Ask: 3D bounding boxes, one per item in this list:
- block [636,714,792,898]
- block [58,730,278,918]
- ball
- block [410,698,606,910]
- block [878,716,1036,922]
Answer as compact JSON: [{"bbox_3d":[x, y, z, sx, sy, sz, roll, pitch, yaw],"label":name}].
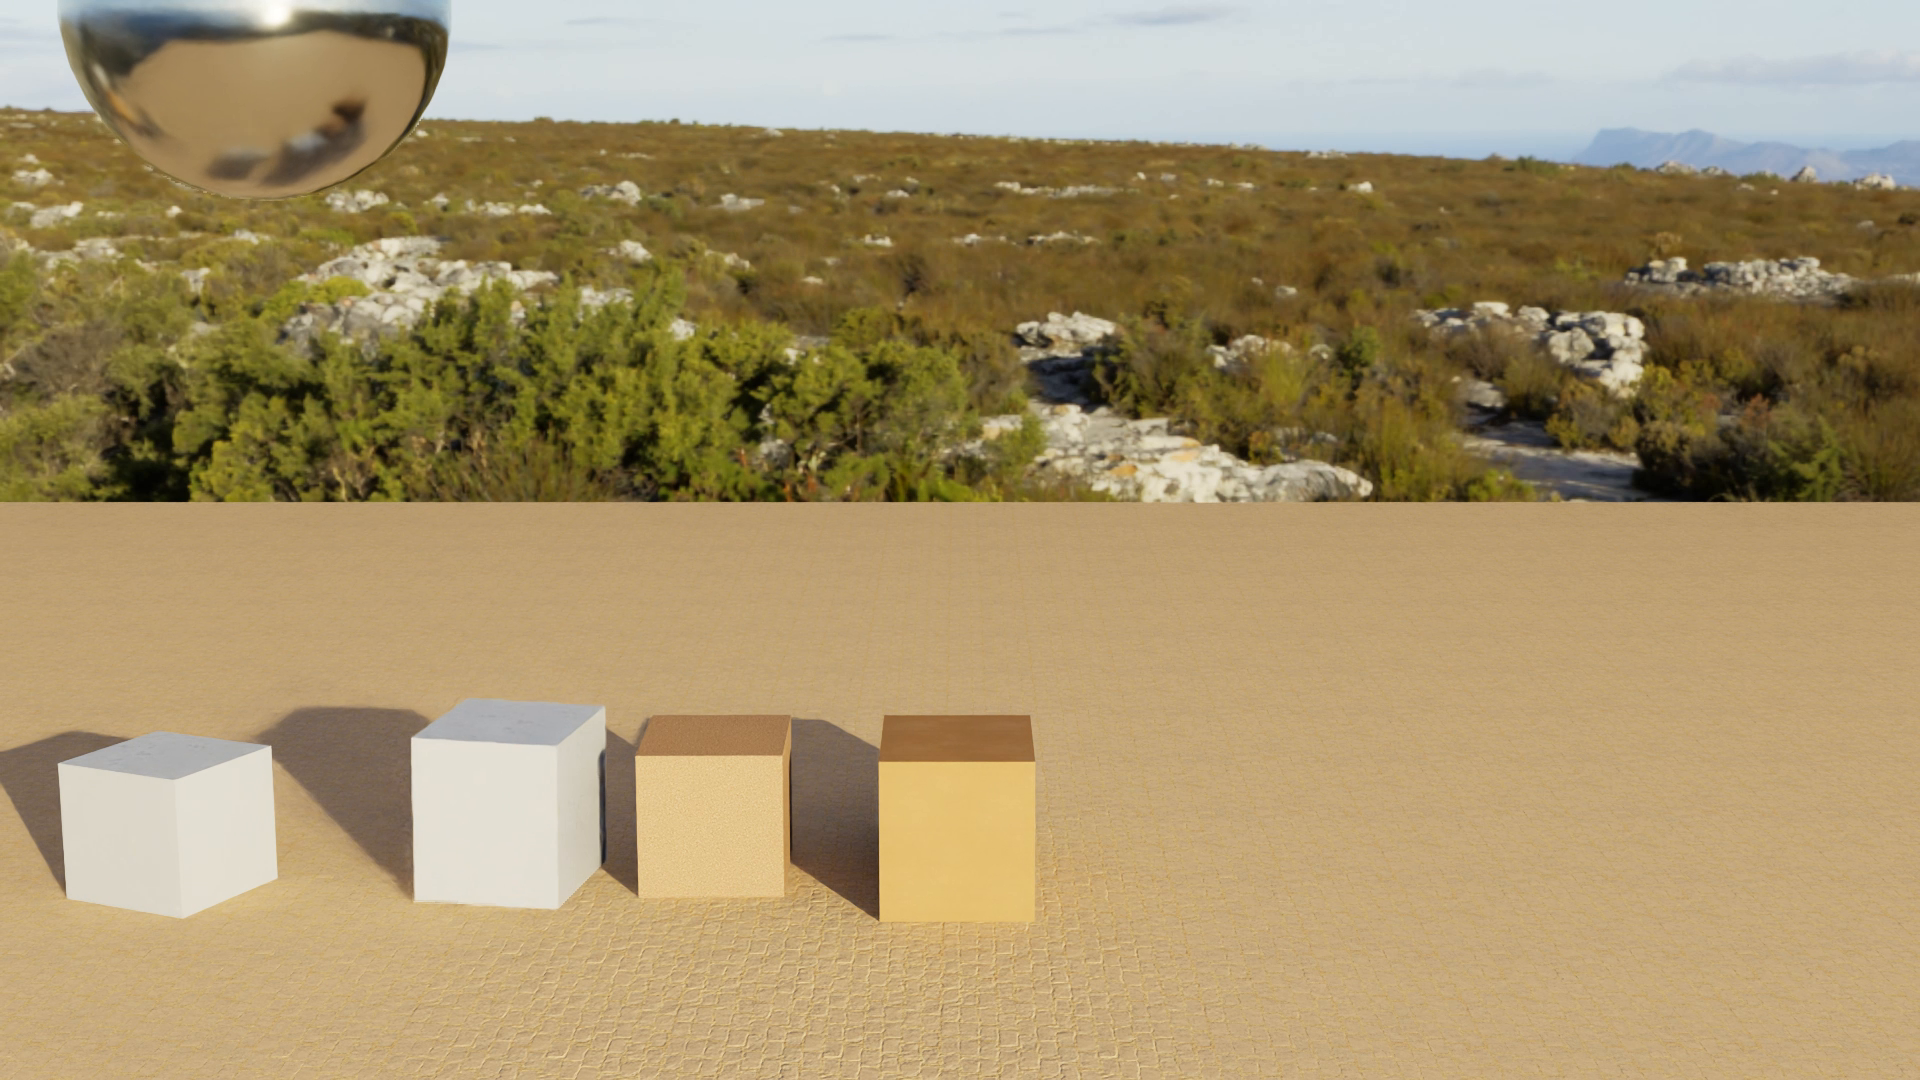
[{"bbox_3d":[-1.078,1.169,11.369,0.627,0.631,0.711,0,10,-1],"label":"block"},{"bbox_3d":[-3.434,1.224,11.149,0.637,0.602,0.610,5,11,24],"label":"block"},{"bbox_3d":[-2.949,-2.237,10.774,1.600,1.600,1.600,0,10,0],"label":"ball"},{"bbox_3d":[-1.962,1.143,11.236,0.638,0.720,0.714,3,11,9],"label":"block"},{"bbox_3d":[-0.013,1.190,11.088,0.650,0.691,0.788,0,10,0],"label":"block"}]
